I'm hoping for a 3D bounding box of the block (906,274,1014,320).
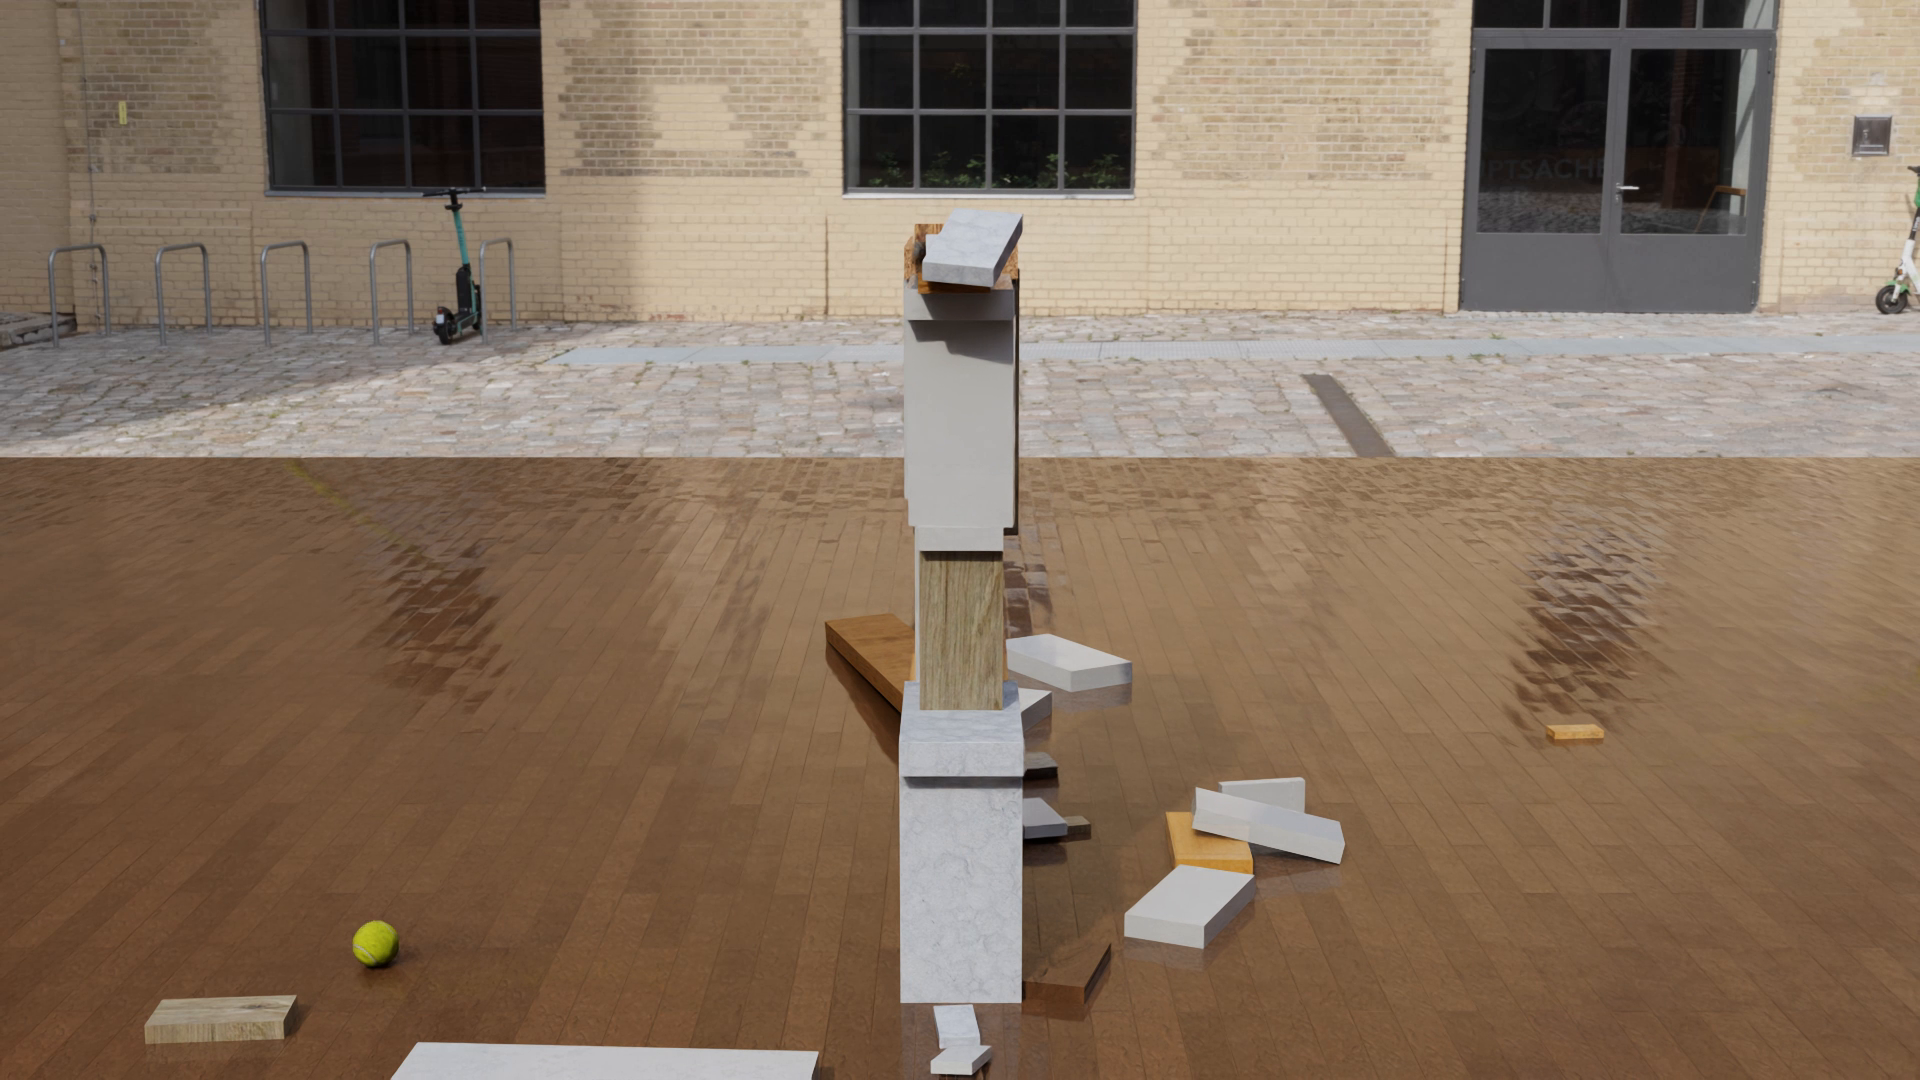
[{"bbox_3d":[0.000,-0.361,3.253,0.152,0.043,0.304,0,11,0],"label":"block"}]

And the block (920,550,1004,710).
[{"bbox_3d":[0.002,0.129,3.268,0.123,0.247,0.035,0,11,0],"label":"block"}]

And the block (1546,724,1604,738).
[{"bbox_3d":[1.295,0.404,4.632,0.105,0.015,0.053,-1,11,-5],"label":"block"}]

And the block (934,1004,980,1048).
[{"bbox_3d":[-0.005,0.686,3.106,0.056,0.016,0.113,-1,11,-5],"label":"block"}]

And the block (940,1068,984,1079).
[{"bbox_3d":[0.004,0.726,2.896,0.056,0.016,0.112,-1,11,-4],"label":"block"}]

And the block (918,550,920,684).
[{"bbox_3d":[-0.003,0.099,3.429,0.123,0.247,0.035,0,10,0],"label":"block"}]

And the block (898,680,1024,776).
[{"bbox_3d":[0.002,0.278,3.280,0.176,0.050,0.353,0,11,0],"label":"block"}]

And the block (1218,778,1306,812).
[{"bbox_3d":[0.553,0.481,4.036,0.159,0.080,0.023,-2,11,-11],"label":"block"}]

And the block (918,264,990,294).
[{"bbox_3d":[-0.009,-0.372,3.124,0.099,0.028,0.199,0,11,-1],"label":"block"}]

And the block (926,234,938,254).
[{"bbox_3d":[0.000,-0.418,3.241,0.099,0.028,0.199,0,-3,-1],"label":"block"}]

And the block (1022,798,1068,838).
[{"bbox_3d":[0.132,0.504,3.990,0.080,0.023,0.159,-3,11,-15],"label":"block"}]

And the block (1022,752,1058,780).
[{"bbox_3d":[0.105,0.449,4.344,0.159,0.023,0.080,-3,17,-18],"label":"block"}]

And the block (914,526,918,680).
[{"bbox_3d":[-0.004,0.107,3.521,0.134,0.268,0.038,0,11,0],"label":"block"}]

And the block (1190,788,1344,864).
[{"bbox_3d":[0.541,0.503,3.879,0.263,0.037,0.131,13,11,3],"label":"block"}]

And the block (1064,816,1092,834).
[{"bbox_3d":[0.180,0.521,4.002,0.105,0.015,0.053,-3,11,-15],"label":"block"}]

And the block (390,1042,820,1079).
[{"bbox_3d":[-0.463,0.715,2.872,0.543,0.045,0.158,1,11,3],"label":"block"}]

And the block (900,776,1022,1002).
[{"bbox_3d":[0.002,0.497,3.202,0.176,0.353,0.050,0,10,0],"label":"block"}]

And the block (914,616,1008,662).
[{"bbox_3d":[0.001,0.193,3.939,0.159,0.045,0.319,0,11,0],"label":"block"}]

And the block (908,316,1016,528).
[{"bbox_3d":[0.003,-0.173,3.194,0.152,0.304,0.043,1,11,5],"label":"block"}]

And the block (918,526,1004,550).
[{"bbox_3d":[0.003,-0.024,3.322,0.123,0.035,0.247,0,11,1],"label":"block"}]

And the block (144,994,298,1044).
[{"bbox_3d":[-1.045,0.679,3.117,0.189,0.027,0.095,-1,11,-5],"label":"block"}]

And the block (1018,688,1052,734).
[{"bbox_3d":[0.056,0.377,4.681,0.172,0.049,0.344,4,11,22],"label":"block"}]

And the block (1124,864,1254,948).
[{"bbox_3d":[0.375,0.591,3.562,0.131,0.037,0.263,5,12,24],"label":"block"}]

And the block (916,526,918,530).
[{"bbox_3d":[0.000,-0.060,3.579,0.134,0.038,0.268,0,11,0],"label":"block"}]

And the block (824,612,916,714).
[{"bbox_3d":[-0.108,0.297,4.920,0.172,0.049,1.237,-6,9,-13],"label":"block"}]

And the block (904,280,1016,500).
[{"bbox_3d":[0.000,-0.242,3.496,0.175,0.351,0.050,0,11,1],"label":"block"}]

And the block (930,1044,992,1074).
[{"bbox_3d":[0.002,0.700,2.963,0.056,0.016,0.112,-1,-2,14],"label":"block"}]

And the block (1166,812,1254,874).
[{"bbox_3d":[0.435,0.536,3.859,0.131,0.037,0.263,0,11,2],"label":"block"}]

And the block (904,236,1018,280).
[{"bbox_3d":[0.003,-0.460,3.573,0.176,0.050,0.351,0,11,0],"label":"block"}]

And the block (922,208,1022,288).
[{"bbox_3d":[0.019,-0.410,3.068,0.099,0.028,0.199,7,31,11],"label":"block"}]

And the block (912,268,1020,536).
[{"bbox_3d":[0.009,-0.233,3.728,0.176,0.454,0.050,-2,11,-9],"label":"block"}]

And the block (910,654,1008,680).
[{"bbox_3d":[-0.002,0.248,3.622,0.161,0.046,0.322,0,11,0],"label":"block"}]

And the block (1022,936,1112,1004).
[{"bbox_3d":[0.161,0.645,3.302,0.094,0.027,0.189,3,11,15],"label":"block"}]

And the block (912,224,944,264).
[{"bbox_3d":[-0.023,-0.443,3.297,0.094,0.027,0.189,0,-3,-3],"label":"block"}]

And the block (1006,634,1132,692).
[{"bbox_3d":[0.233,0.286,5.170,0.172,0.049,0.344,-6,12,-31],"label":"block"}]
